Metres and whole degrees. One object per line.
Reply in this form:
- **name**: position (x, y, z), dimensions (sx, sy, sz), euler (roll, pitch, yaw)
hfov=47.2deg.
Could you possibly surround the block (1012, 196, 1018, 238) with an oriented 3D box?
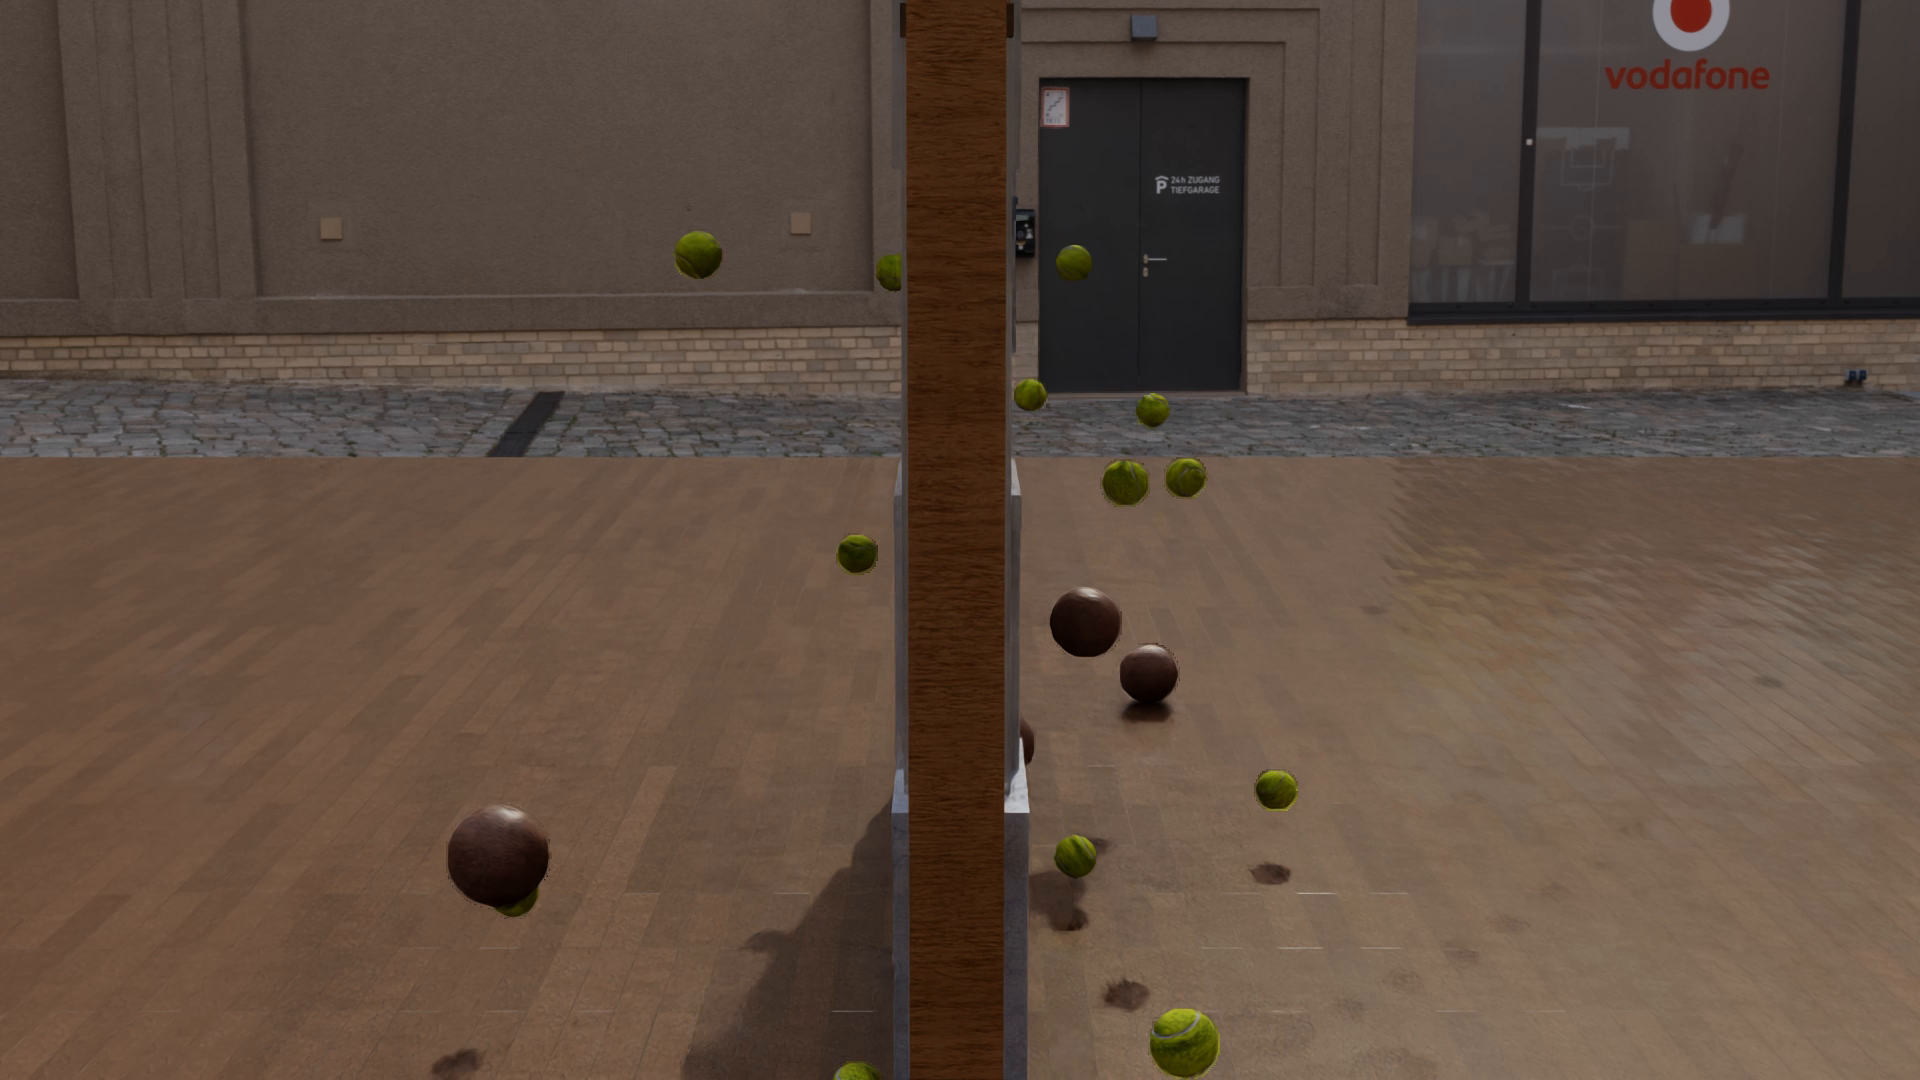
- **block**: position (0.024, -0.410, 3.193), dimensions (0.098, 0.195, 0.028), euler (8, -15, -3)

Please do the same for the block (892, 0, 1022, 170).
- **block**: position (-0.004, -0.734, 2.976), dimensions (0.174, 0.457, 0.049), euler (0, 10, 0)

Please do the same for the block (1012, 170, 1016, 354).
- **block**: position (-0.001, -0.506, 3.338), dimensions (0.173, 0.443, 0.049), euler (0, 10, 1)

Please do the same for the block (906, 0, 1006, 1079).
- **block**: position (-0.004, -0.046, 2.617), dimensions (0.115, 1.634, 0.033), euler (0, 9, -1)

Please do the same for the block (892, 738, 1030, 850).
- **block**: position (0.001, 0.338, 2.966), dimensions (0.175, 0.050, 0.351), euler (0, 11, 0)

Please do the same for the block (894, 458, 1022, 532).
- **block**: position (-0.004, -0.065, 3.044), dimensions (0.167, 0.047, 0.334), euler (0, 11, 0)

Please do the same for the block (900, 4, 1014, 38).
- **block**: position (-0.004, -0.662, 2.822), dimensions (0.139, 0.039, 0.278), euler (0, 11, 0)

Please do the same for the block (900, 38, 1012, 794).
- **block**: position (-0.005, -0.149, 2.814), dimensions (0.139, 0.963, 0.039), euler (0, 8, 0)

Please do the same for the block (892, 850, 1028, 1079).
- **block**: position (0.001, 0.557, 2.887), dimensions (0.175, 0.351, 0.050), euler (0, 11, 0)

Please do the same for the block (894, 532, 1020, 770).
- **block**: position (-0.003, 0.143, 2.969), dimensions (0.167, 0.334, 0.047), euler (0, 10, 0)

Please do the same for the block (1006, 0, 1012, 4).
- **block**: position (0.005, -0.784, 2.721), dimensions (0.118, 0.237, 0.034), euler (0, 14, 0)
